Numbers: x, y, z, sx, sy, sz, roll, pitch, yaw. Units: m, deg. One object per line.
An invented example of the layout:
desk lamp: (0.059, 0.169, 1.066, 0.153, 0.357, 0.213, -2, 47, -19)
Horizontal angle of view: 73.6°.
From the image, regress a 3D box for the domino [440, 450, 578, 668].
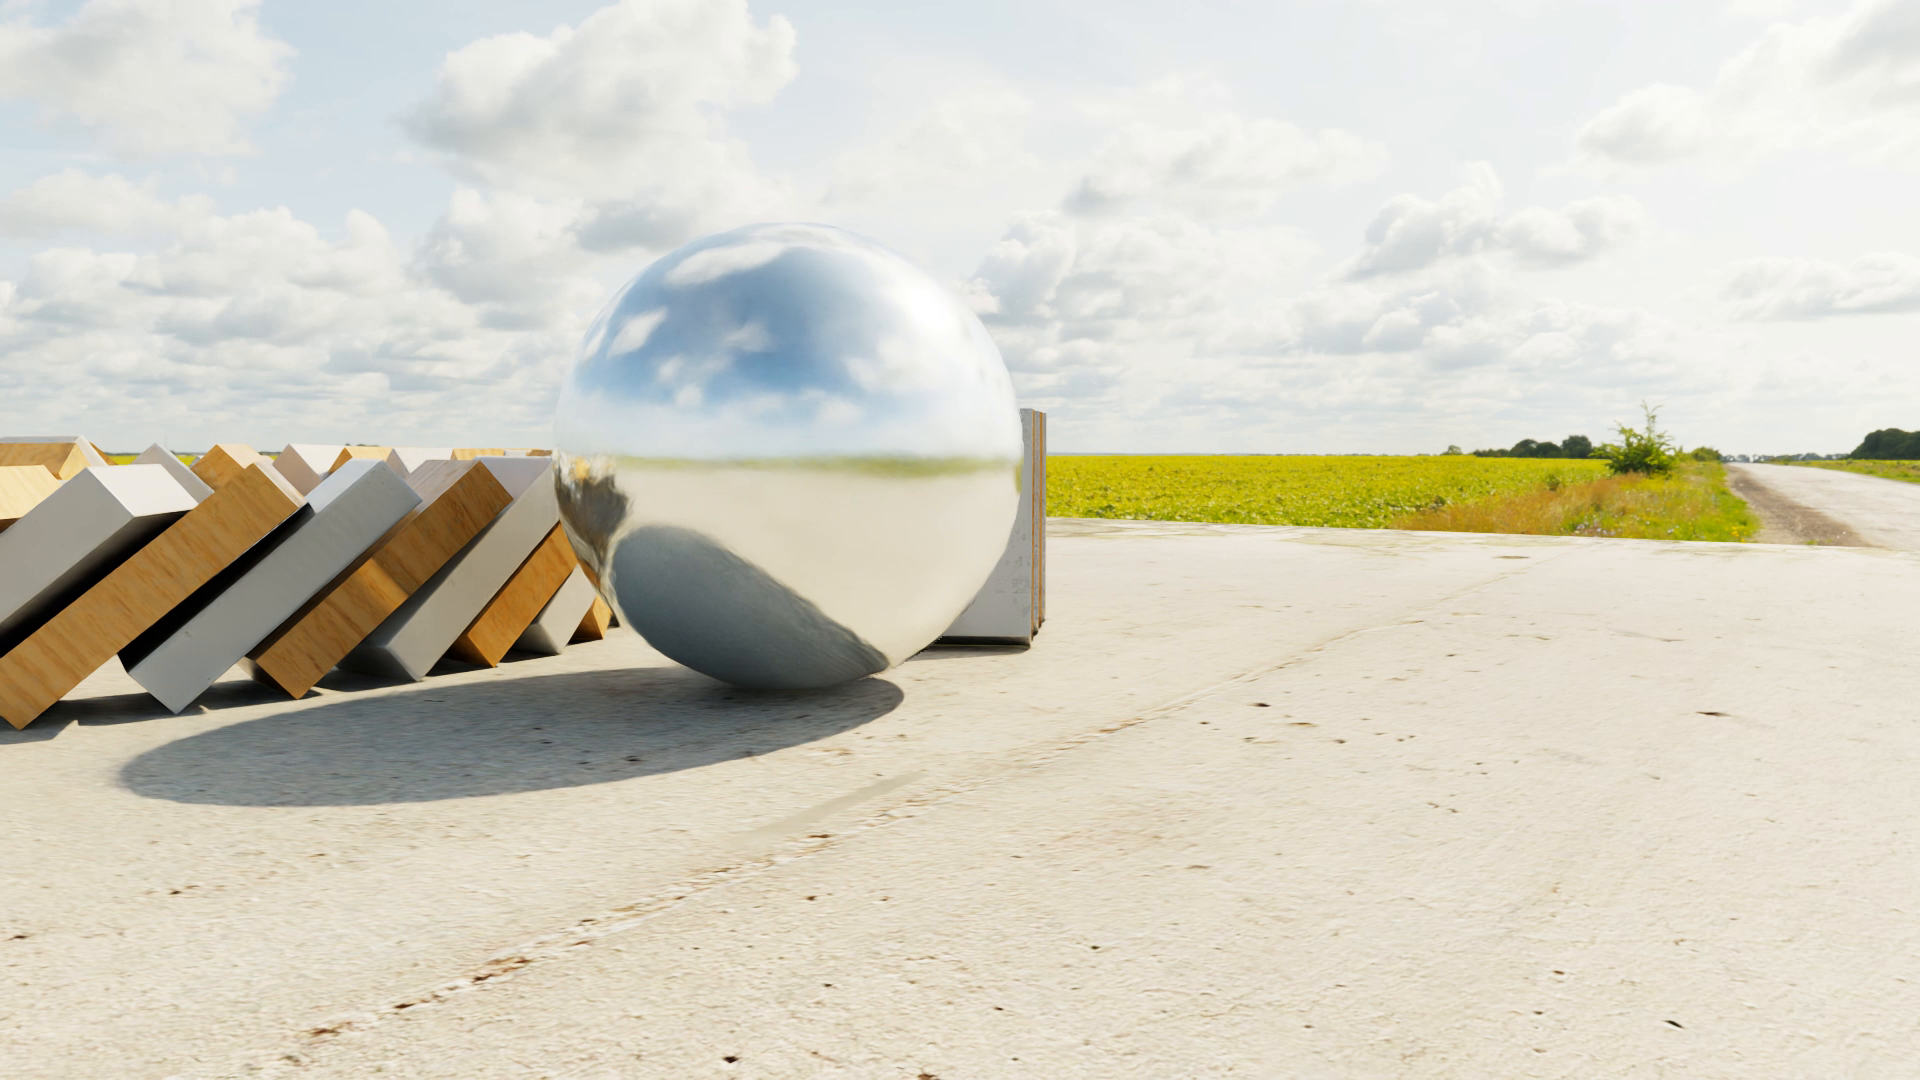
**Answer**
domino: (-0.091, 0.002, 0.262, 0.025, 0.009, 0.050, 6, 48, 29)

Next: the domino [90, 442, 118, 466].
domino: (-0.212, -0.004, 0.336, 0.025, 0.050, 0.010, 3, 49, 48)

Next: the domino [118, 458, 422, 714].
domino: (-0.118, 0.006, 0.219, 0.050, 0.010, 0.025, -48, 29, -23)

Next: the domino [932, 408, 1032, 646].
domino: (0.003, -0.003, 0.274, 0.025, 0.050, 0.010, 0, -17, 4)

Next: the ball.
ball: (-0.029, -0.014, 0.222, 0.080, 0.080, 0.080, 0, 4, 0)

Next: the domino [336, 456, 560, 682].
domino: (-0.098, 0.004, 0.247, 0.025, 0.009, 0.050, 3, 46, 33)

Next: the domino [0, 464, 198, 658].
domino: (-0.145, 0.008, 0.197, 0.050, 0.010, 0.025, -40, 10, -5)

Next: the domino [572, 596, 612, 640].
domino: (-0.089, 0.000, 0.295, 0.025, 0.009, 0.050, 0, 45, 4)

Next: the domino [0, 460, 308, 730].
domino: (-0.130, 0.007, 0.207, 0.050, 0.010, 0.025, -44, 19, -15)

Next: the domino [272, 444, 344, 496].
domino: (-0.169, -0.006, 0.365, 0.050, 0.009, 0.025, 46, 10, 6)

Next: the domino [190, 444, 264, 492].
domino: (-0.186, -0.005, 0.357, 0.009, 0.050, 0.025, -45, 12, -6)

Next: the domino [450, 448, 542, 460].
domino: (-0.121, -0.004, 0.352, 0.025, 0.009, 0.050, -4, 49, -41)

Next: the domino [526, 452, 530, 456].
domino: (-0.098, -0.002, 0.327, 0.025, 0.010, 0.050, 0, 45, -14)

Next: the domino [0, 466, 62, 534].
domino: (-0.161, 0.009, 0.192, 0.050, 0.009, 0.025, -39, 5, 1)

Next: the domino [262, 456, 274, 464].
domino: (-0.228, -0.011, 0.453, 0.050, 0.010, 0.025, 39, -8, -16)

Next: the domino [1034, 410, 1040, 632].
domino: (0.006, -0.005, 0.294, 0.025, 0.050, 0.009, 0, -17, 4)

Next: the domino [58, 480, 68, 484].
domino: (-0.191, 0.004, 0.281, 0.025, 0.010, 0.050, -3, -28, -35)

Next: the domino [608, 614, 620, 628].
domino: (-0.093, -0.001, 0.311, 0.025, 0.010, 0.050, -1, 45, -7)

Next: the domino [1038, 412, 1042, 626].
domino: (0.007, -0.005, 0.304, 0.025, 0.050, 0.009, 0, -17, 4)

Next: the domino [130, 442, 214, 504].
domino: (-0.200, -0.005, 0.347, 0.010, 0.050, 0.025, -48, 24, -18)

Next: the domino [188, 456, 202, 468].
domino: (-0.243, -0.010, 0.446, 0.050, 0.010, 0.025, 39, -11, -19)

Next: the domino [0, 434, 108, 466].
domino: (-0.213, -0.003, 0.317, 0.025, 0.050, 0.009, 1, 44, 18)

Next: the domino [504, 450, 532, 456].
domino: (-0.107, -0.004, 0.342, 0.025, 0.009, 0.050, -1, 46, -24)

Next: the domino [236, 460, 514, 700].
domino: (-0.107, 0.005, 0.232, 0.025, 0.009, 0.050, 5, 46, 46)

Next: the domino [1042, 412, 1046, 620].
domino: (0.008, -0.006, 0.314, 0.025, 0.050, 0.010, 0, -17, 4)

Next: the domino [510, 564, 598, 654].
domino: (-0.086, 0.001, 0.276, 0.025, 0.010, 0.050, 3, 47, 21)

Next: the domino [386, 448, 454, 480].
domino: (-0.138, -0.005, 0.359, 0.050, 0.009, 0.025, 49, 26, 19)

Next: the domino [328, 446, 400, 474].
domino: (-0.153, -0.006, 0.364, 0.050, 0.010, 0.025, 47, 19, 14)

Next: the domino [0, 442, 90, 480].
domino: (-0.208, -0.001, 0.298, 0.025, 0.050, 0.010, -1, 48, -4)

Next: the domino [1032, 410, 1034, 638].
domino: (0.004, -0.004, 0.284, 0.025, 0.050, 0.010, 0, -17, 4)
